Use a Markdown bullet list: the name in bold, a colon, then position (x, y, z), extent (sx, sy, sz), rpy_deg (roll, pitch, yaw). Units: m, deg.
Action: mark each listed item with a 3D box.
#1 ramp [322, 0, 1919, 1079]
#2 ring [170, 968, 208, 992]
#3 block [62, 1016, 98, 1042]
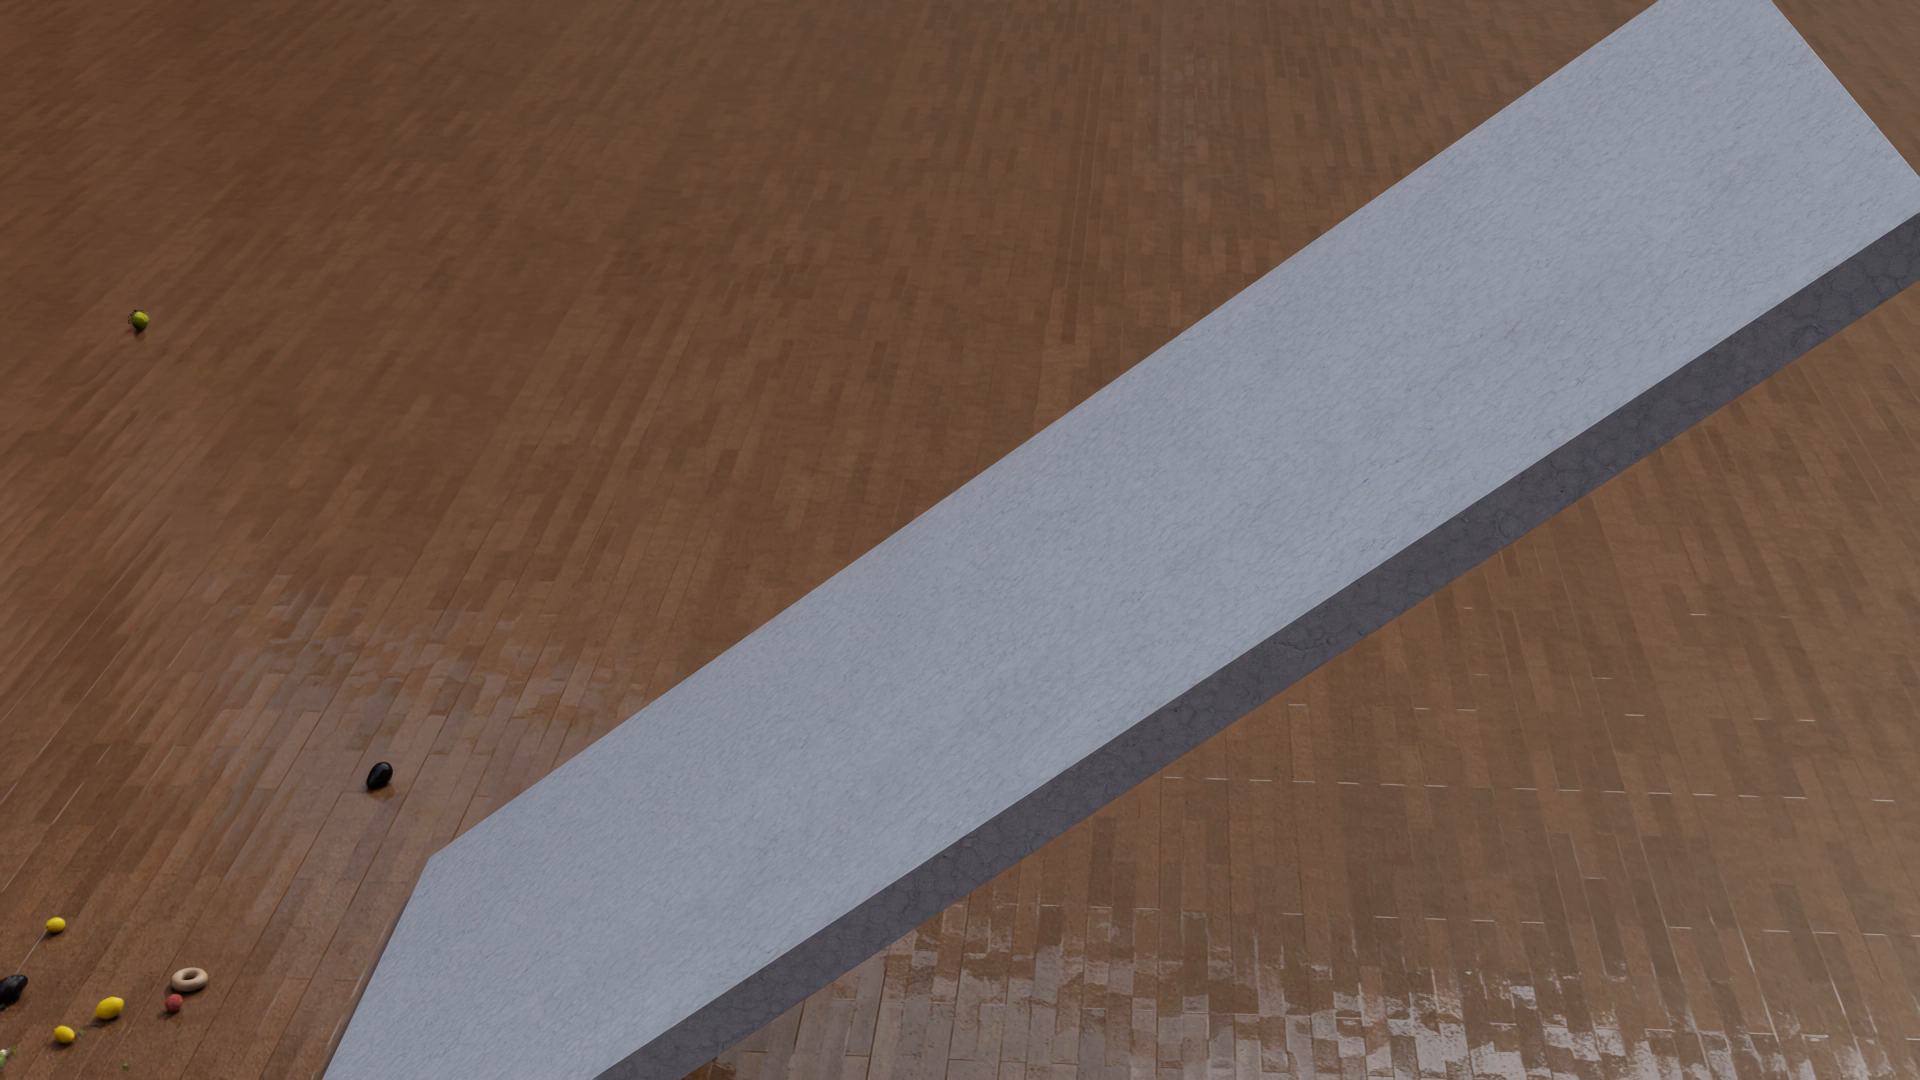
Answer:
- **ramp**: position (0.127, 0.180, 6.326), extent (4.000, 0.100, 2.000), rpy_deg (-35, 16, 17)
- **ring**: position (-1.930, 1.101, 7.364), extent (0.093, 0.031, 0.093), rpy_deg (-1, 22, 0)
- **block**: position (-2.139, 1.202, 7.161), extent (0.064, 0.064, 0.064), rpy_deg (1, 24, 2)
